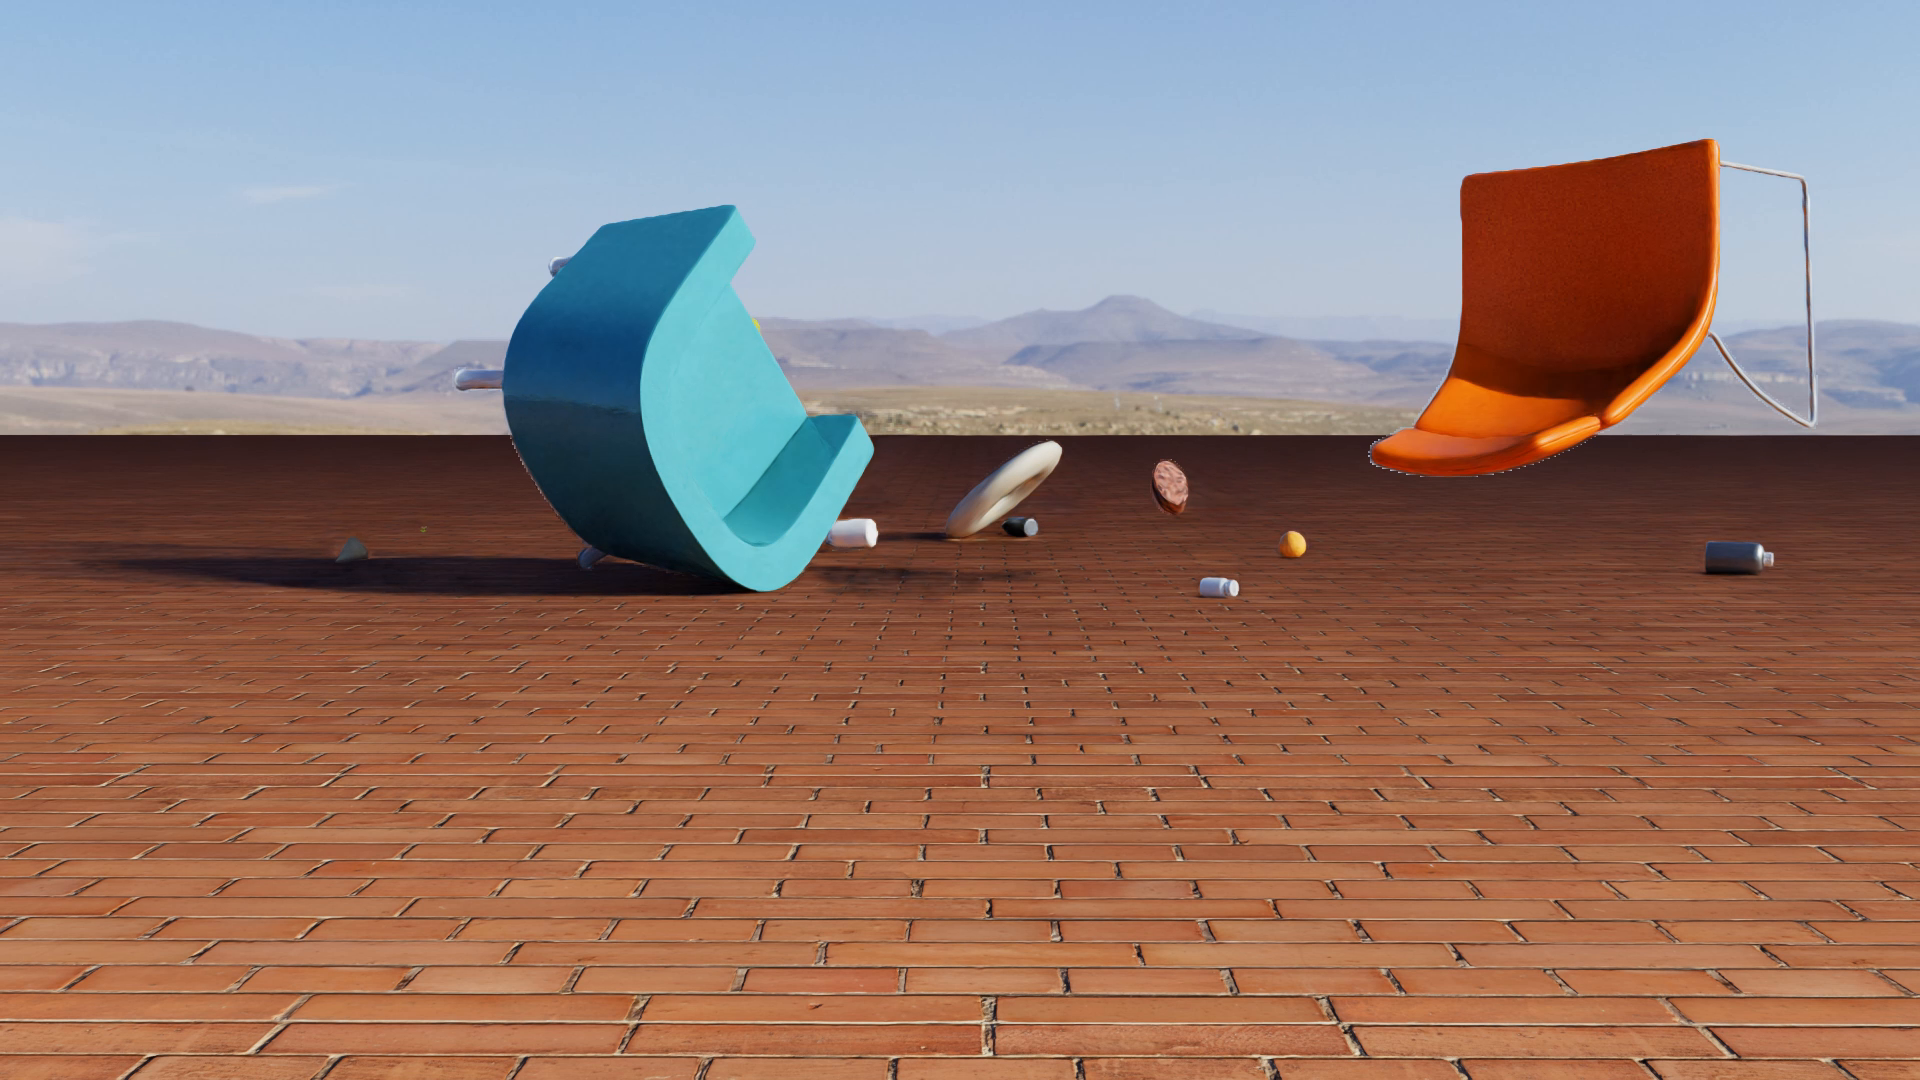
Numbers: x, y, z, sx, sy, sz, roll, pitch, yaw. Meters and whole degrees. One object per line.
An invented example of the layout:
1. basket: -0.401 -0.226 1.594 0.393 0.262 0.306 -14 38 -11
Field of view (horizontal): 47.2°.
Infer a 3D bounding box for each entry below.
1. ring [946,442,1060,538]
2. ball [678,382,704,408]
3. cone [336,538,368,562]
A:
1. ring: 0.130 -0.148 6.596 0.417 0.073 0.451 -29 -12 -43
2. ball: -1.001 -0.537 8.166 0.099 0.099 0.099 0 4 0
3. cone: -1.593 0.041 5.714 0.055 0.073 0.086 -38 2 40
